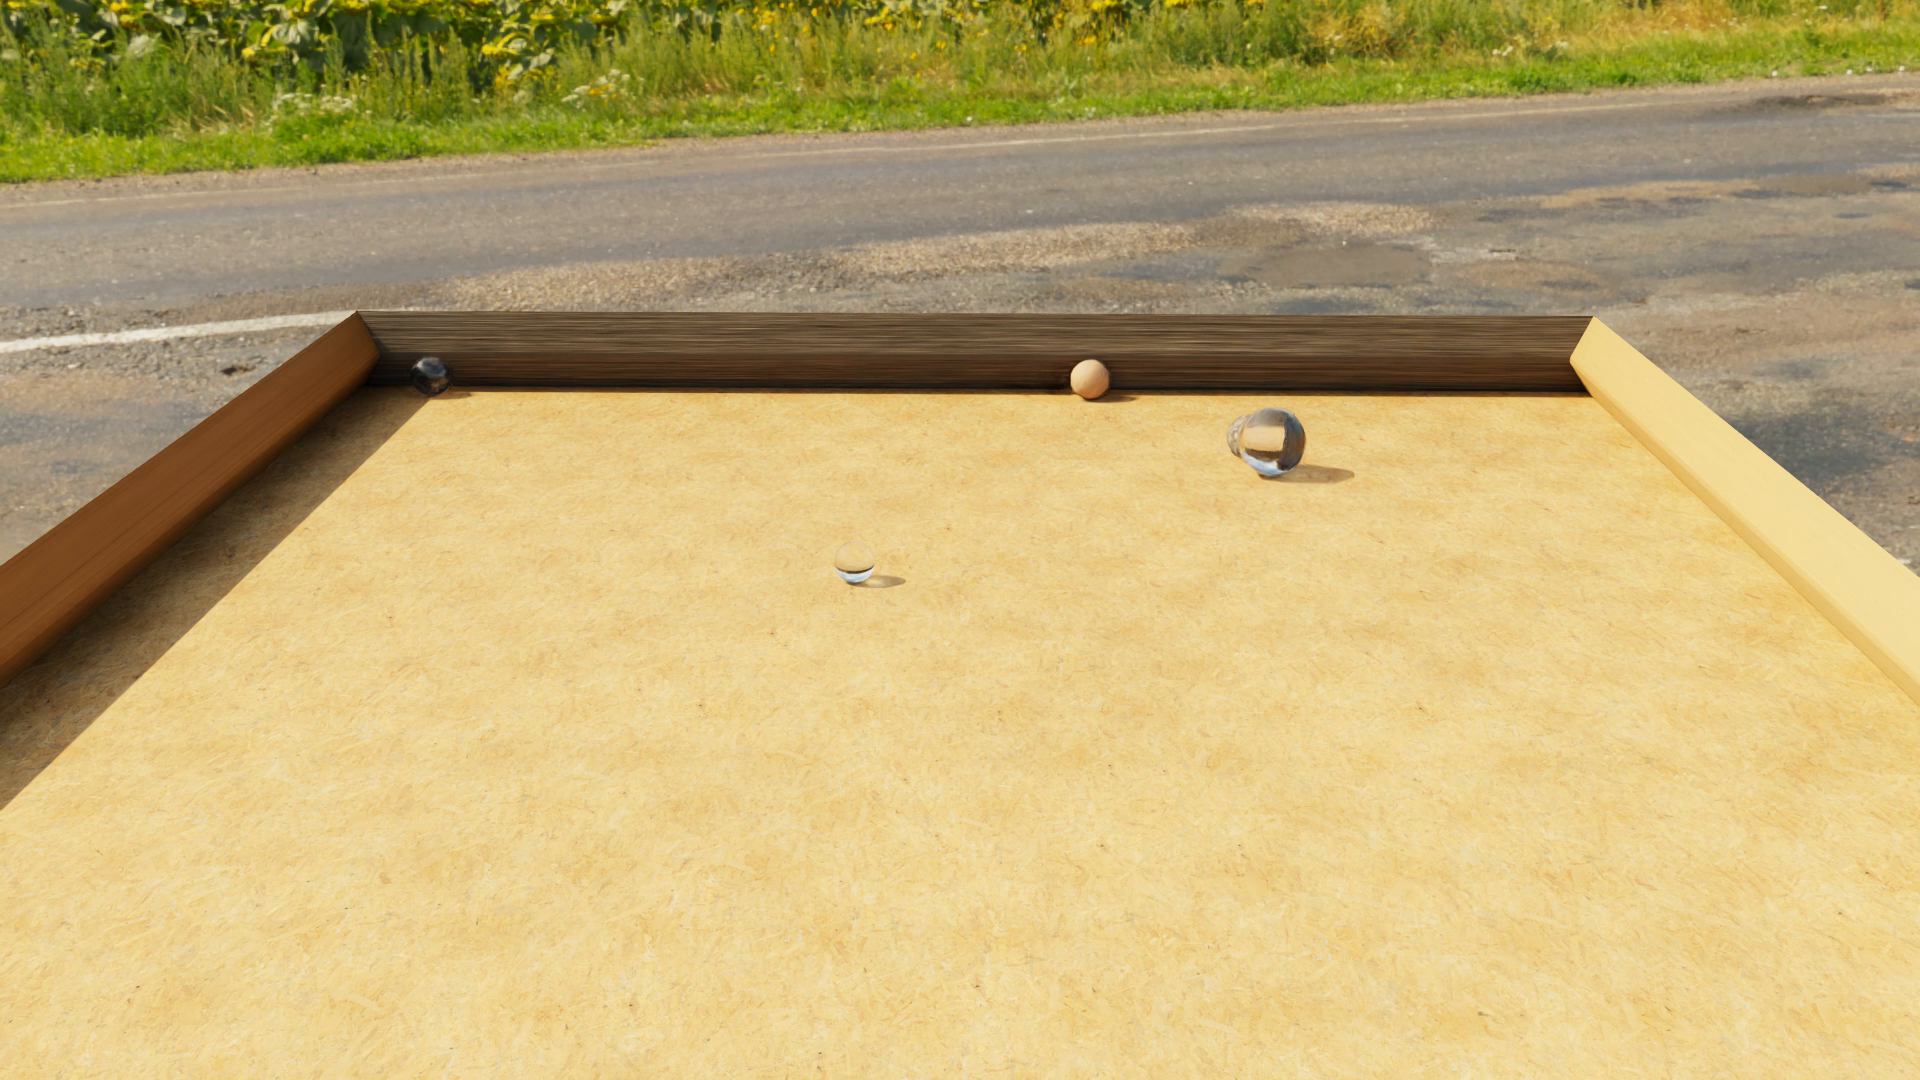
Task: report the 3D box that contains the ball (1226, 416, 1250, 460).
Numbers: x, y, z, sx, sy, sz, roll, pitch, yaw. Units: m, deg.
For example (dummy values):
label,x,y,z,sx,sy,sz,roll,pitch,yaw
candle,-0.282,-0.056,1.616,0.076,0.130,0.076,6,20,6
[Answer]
label,x,y,z,sx,sy,sz,roll,pitch,yaw
ball,0.416,-0.147,3.167,0.065,0.065,0.065,0,18,0

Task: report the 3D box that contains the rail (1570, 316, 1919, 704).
label,x,y,z,sx,sy,sz,roll,pitch,yaw
rail,0.958,0.259,1.781,0.045,0.123,3.716,0,18,1

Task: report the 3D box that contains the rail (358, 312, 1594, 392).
label,x,y,z,sx,sy,sz,roll,pitch,yaw
rail,0.019,-0.300,3.550,2.002,0.123,0.045,0,18,1

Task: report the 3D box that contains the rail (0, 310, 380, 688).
label,x,y,z,sx,sy,sz,roll,pitch,yaw
rail,-0.997,0.246,1.821,0.045,0.123,3.716,0,18,1

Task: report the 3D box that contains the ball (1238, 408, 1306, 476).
label,x,y,z,sx,sy,sz,roll,pitch,yaw
ball,0.439,-0.138,3.086,0.095,0.095,0.095,0,18,0

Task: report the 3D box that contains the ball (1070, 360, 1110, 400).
label,x,y,z,sx,sy,sz,roll,pitch,yaw
ball,0.208,-0.257,3.515,0.063,0.063,0.063,0,18,0

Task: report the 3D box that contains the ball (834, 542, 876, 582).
label,x,y,z,sx,sy,sz,roll,pitch,yaw
ball,-0.127,0.027,2.642,0.050,0.050,0.050,0,18,0

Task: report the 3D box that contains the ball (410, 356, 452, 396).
label,x,y,z,sx,sy,sz,roll,pitch,yaw
ball,-0.850,-0.264,3.535,0.065,0.065,0.065,0,18,0
